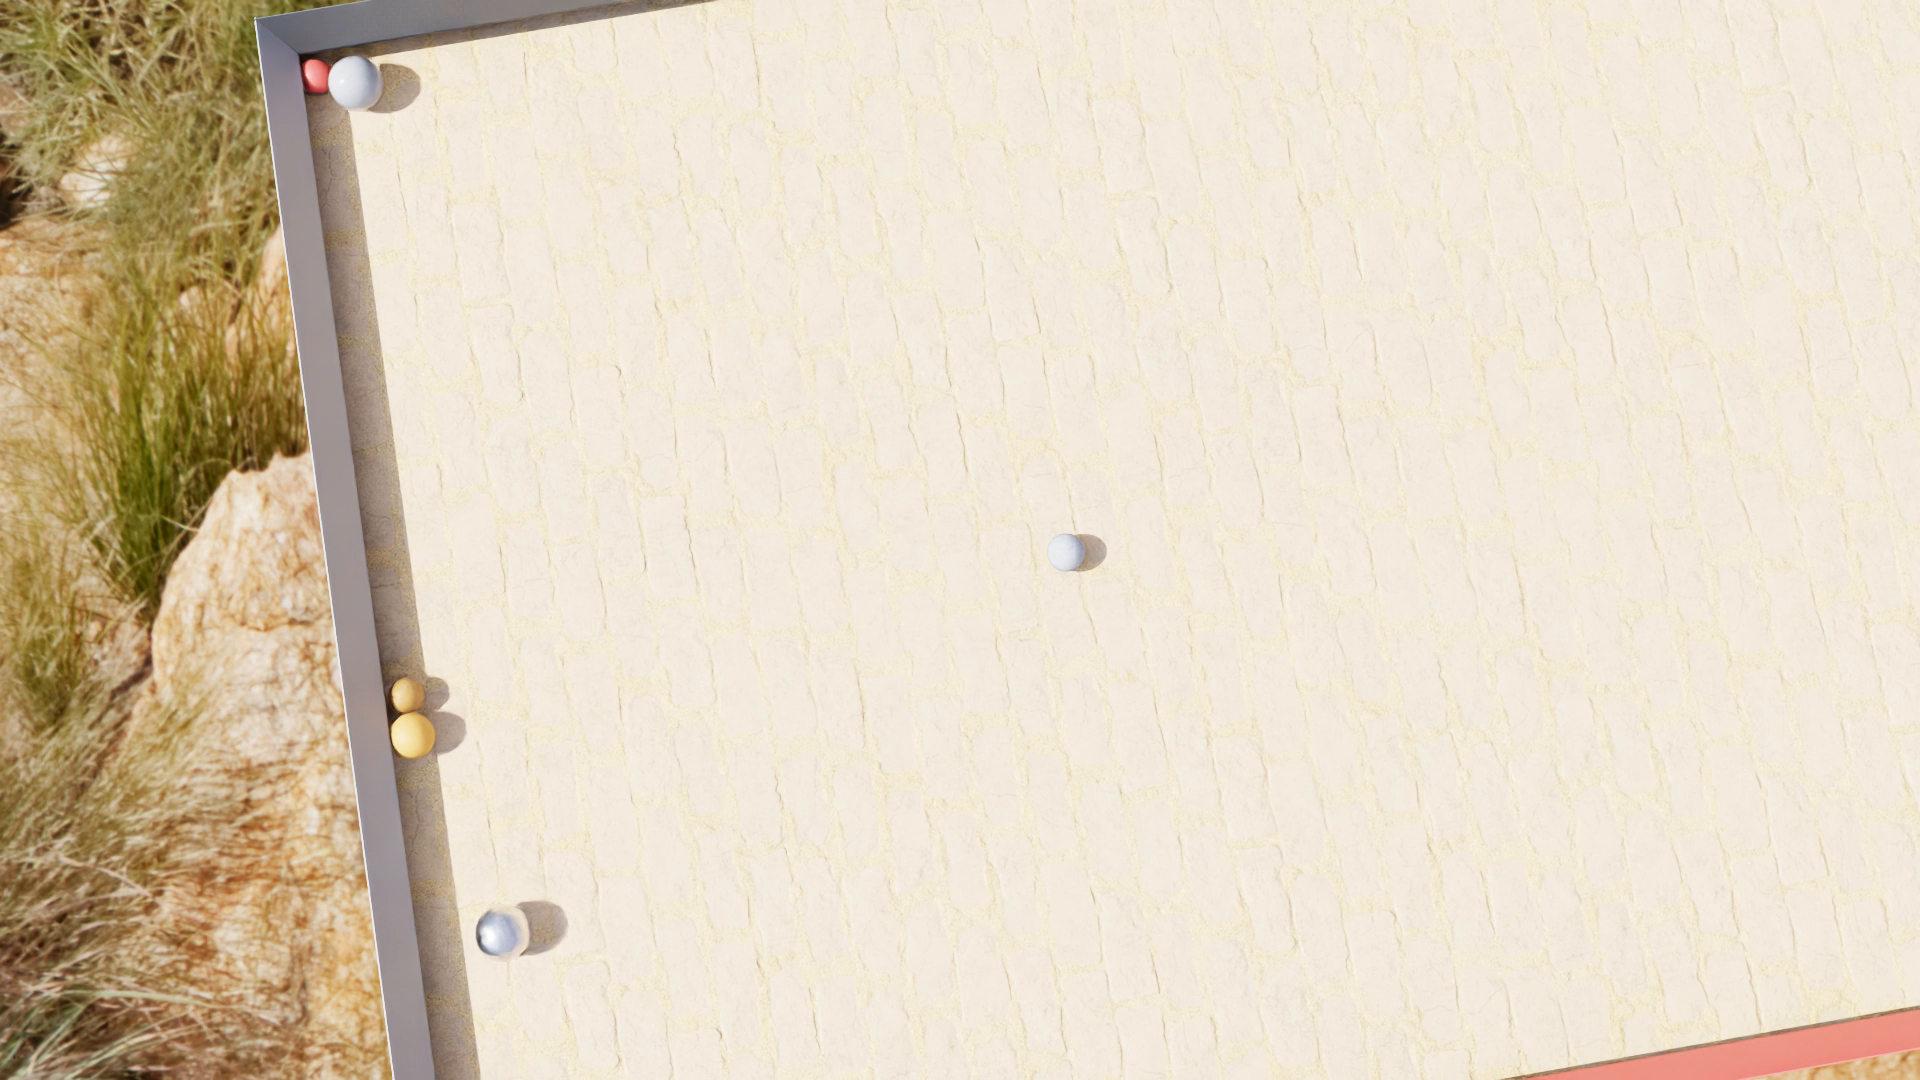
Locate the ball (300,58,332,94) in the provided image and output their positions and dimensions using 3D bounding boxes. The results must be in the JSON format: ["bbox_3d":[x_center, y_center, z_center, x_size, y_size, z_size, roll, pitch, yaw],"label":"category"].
[{"bbox_3d":[-0.991,-0.712,3.380,0.053,0.053,0.053,0,82,0],"label":"ball"}]

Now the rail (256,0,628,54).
[{"bbox_3d":[0.746,-1.061,3.403,3.662,0.106,0.045,-10,82,-1],"label":"rail"}]

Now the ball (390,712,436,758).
[{"bbox_3d":[-0.804,0.286,3.228,0.066,0.066,0.066,0,82,0],"label":"ball"}]

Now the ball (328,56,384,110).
[{"bbox_3d":[-0.924,-0.699,3.363,0.082,0.082,0.082,0,82,0],"label":"ball"}]

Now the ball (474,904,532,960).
[{"bbox_3d":[-0.661,0.567,3.180,0.080,0.080,0.080,0,82,0],"label":"ball"}]

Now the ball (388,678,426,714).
[{"bbox_3d":[-0.816,0.229,3.243,0.053,0.053,0.053,0,82,0],"label":"ball"}]

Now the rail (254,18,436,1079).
[{"bbox_3d":[-0.879,0.146,3.228,0.045,0.106,1.902,-10,82,-1],"label":"rail"}]

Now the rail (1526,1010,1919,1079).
[{"bbox_3d":[1.059,0.749,3.140,3.662,0.106,0.045,-10,82,-1],"label":"rail"}]

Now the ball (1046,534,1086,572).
[{"bbox_3d":[0.158,0.019,3.271,0.057,0.057,0.057,0,82,0],"label":"ball"}]
